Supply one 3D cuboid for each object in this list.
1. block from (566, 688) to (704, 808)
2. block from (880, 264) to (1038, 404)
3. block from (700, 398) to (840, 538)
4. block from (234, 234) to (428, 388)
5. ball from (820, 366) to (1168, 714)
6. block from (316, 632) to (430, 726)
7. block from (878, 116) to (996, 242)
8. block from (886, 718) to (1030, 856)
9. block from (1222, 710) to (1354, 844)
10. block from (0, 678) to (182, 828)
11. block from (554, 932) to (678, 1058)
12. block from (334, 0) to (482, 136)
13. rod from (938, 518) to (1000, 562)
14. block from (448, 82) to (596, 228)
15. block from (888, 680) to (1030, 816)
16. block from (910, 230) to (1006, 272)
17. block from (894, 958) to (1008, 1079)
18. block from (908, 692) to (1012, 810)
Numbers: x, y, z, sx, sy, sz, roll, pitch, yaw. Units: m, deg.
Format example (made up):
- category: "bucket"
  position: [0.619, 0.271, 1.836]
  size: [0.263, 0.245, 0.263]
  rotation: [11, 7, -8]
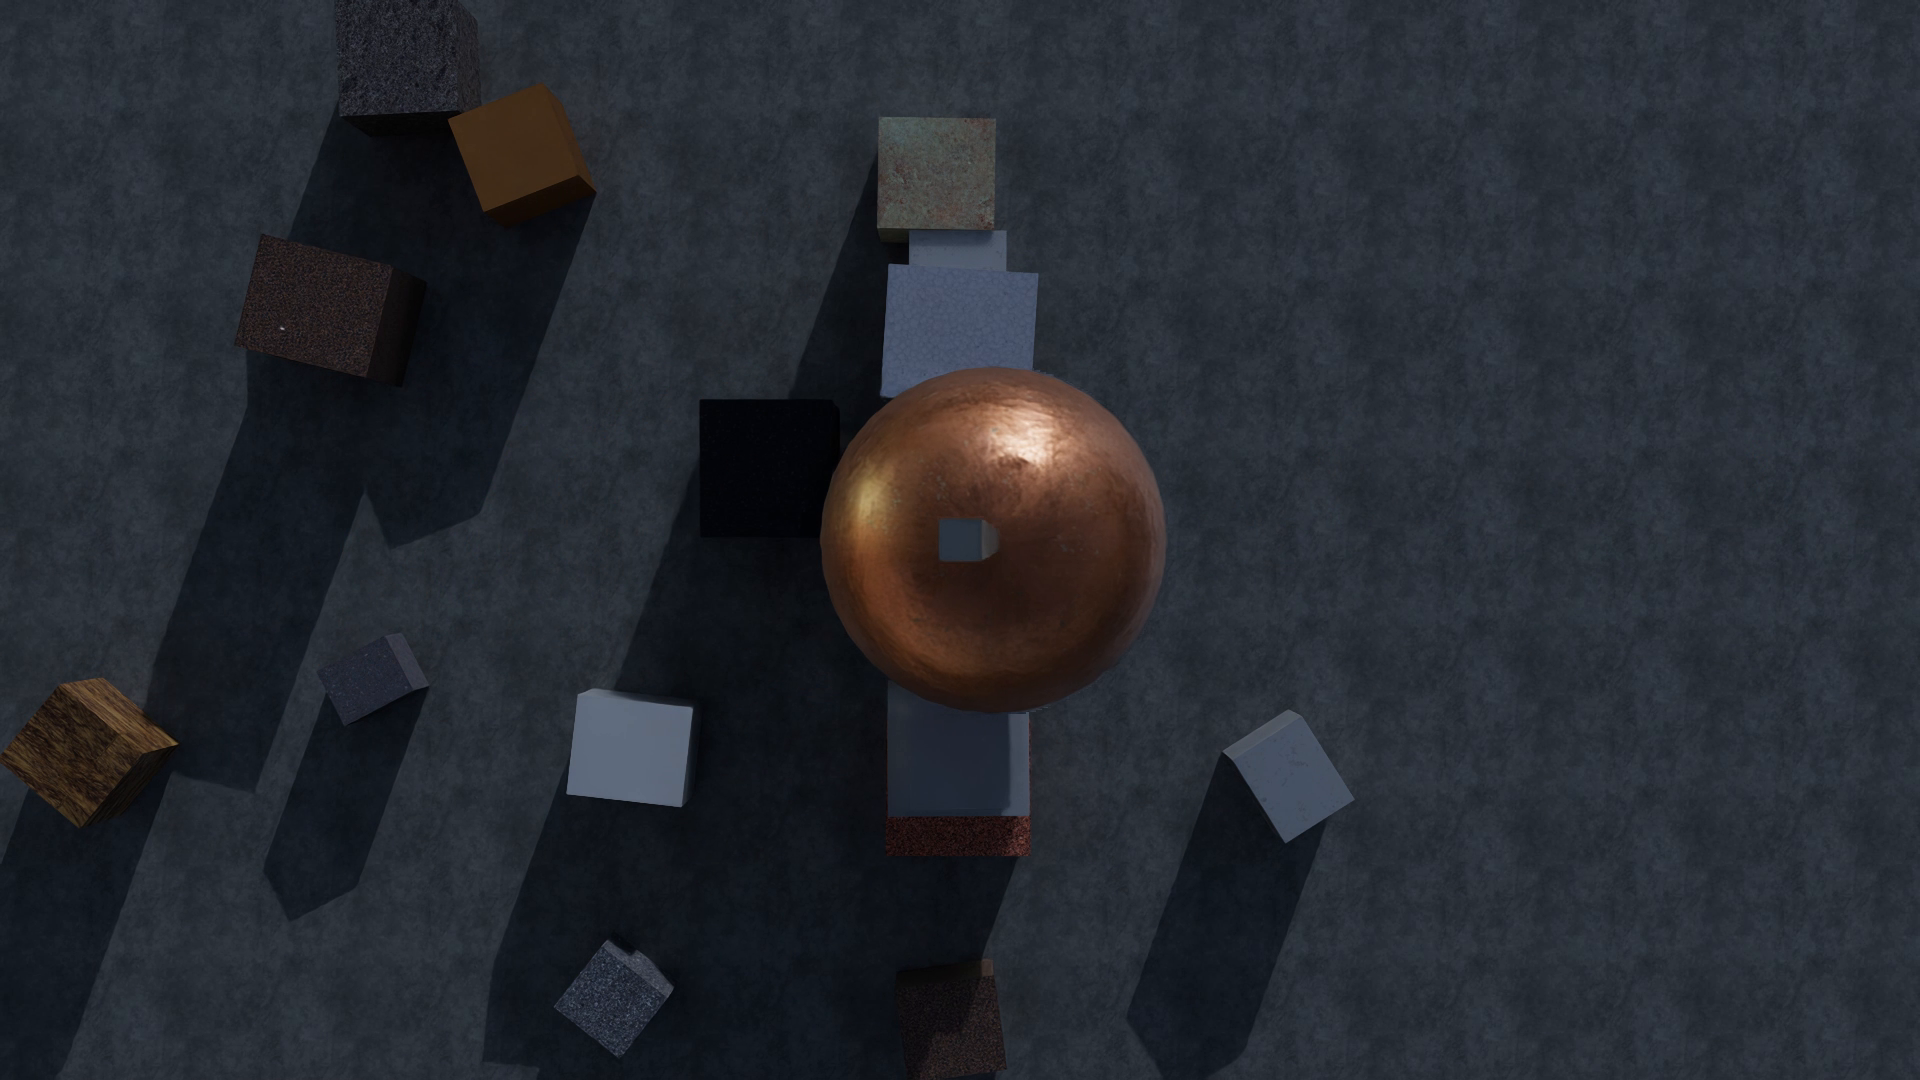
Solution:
- category: "block"
  position: [-1.873, 1.196, 12.732]
  size: [0.657, 0.535, 0.568]
  rotation: [7, 90, 0]
- category: "block"
  position: [-0.003, -1.091, 12.037]
  size: [0.798, 0.694, 0.707]
  rotation: [4, 90, 0]
- category: "block"
  position: [-1.078, -0.398, 12.596]
  size: [0.728, 0.807, 0.766]
  rotation: [0, 90, 0]
- category: "block"
  position: [-3.591, -1.302, 12.609]
  size: [0.757, 0.782, 0.640]
  rotation: [14, 90, 0]
- category: "ball"
  position: [0.154, 0.000, 10.129]
  size: [1.600, 1.600, 1.600]
  rotation: [0, 90, 0]
- category: "block"
  position: [-3.414, 0.807, 12.805]
  size: [0.444, 0.390, 0.355]
  rotation: [-28, 90, 0]
- category: "block"
  position: [-0.132, -2.068, 12.699]
  size: [0.660, 0.603, 0.627]
  rotation: [1, 90, 0]
- category: "block"
  position: [-0.010, 1.376, 12.573]
  size: [0.800, 0.855, 0.741]
  rotation: [0, 90, 0]
- category: "block"
  position: [1.895, 1.361, 12.743]
  size: [0.467, 0.514, 0.561]
  rotation: [-32, 90, 0]
- category: "block"
  position: [-5.011, 1.219, 12.688]
  size: [0.609, 0.623, 0.552]
  rotation: [40, 90, 0]
- category: "block"
  position: [-1.991, 2.636, 12.767]
  size: [0.480, 0.467, 0.442]
  rotation: [38, 90, 0]
- category: "block"
  position: [-3.171, -2.726, 12.685]
  size: [0.668, 0.630, 0.653]
  rotation: [-3, 90, 0]
- category: "rod"
  position: [0.067, 0.000, 6.731]
  size: [0.080, 5.200, 0.080]
  rotation: [0, 90, 1]
- category: "block"
  position: [-2.516, -2.211, 12.689]
  size: [0.573, 0.623, 0.561]
  rotation: [-21, 90, 0]
- category: "block"
  position: [-0.009, 1.075, 11.746]
  size: [0.730, 0.797, 0.703]
  rotation: [0, 90, 0]
- category: "block"
  position: [-0.013, -1.448, 12.714]
  size: [0.550, 0.571, 0.606]
  rotation: [0, 90, 0]
- category: "block"
  position: [-0.052, 2.780, 12.746]
  size: [0.570, 0.509, 0.542]
  rotation: [-8, 90, 0]
- category: "block"
  position: [-0.003, 1.018, 11.049]
  size: [0.493, 0.597, 0.596]
  rotation: [-1, 90, 0]
